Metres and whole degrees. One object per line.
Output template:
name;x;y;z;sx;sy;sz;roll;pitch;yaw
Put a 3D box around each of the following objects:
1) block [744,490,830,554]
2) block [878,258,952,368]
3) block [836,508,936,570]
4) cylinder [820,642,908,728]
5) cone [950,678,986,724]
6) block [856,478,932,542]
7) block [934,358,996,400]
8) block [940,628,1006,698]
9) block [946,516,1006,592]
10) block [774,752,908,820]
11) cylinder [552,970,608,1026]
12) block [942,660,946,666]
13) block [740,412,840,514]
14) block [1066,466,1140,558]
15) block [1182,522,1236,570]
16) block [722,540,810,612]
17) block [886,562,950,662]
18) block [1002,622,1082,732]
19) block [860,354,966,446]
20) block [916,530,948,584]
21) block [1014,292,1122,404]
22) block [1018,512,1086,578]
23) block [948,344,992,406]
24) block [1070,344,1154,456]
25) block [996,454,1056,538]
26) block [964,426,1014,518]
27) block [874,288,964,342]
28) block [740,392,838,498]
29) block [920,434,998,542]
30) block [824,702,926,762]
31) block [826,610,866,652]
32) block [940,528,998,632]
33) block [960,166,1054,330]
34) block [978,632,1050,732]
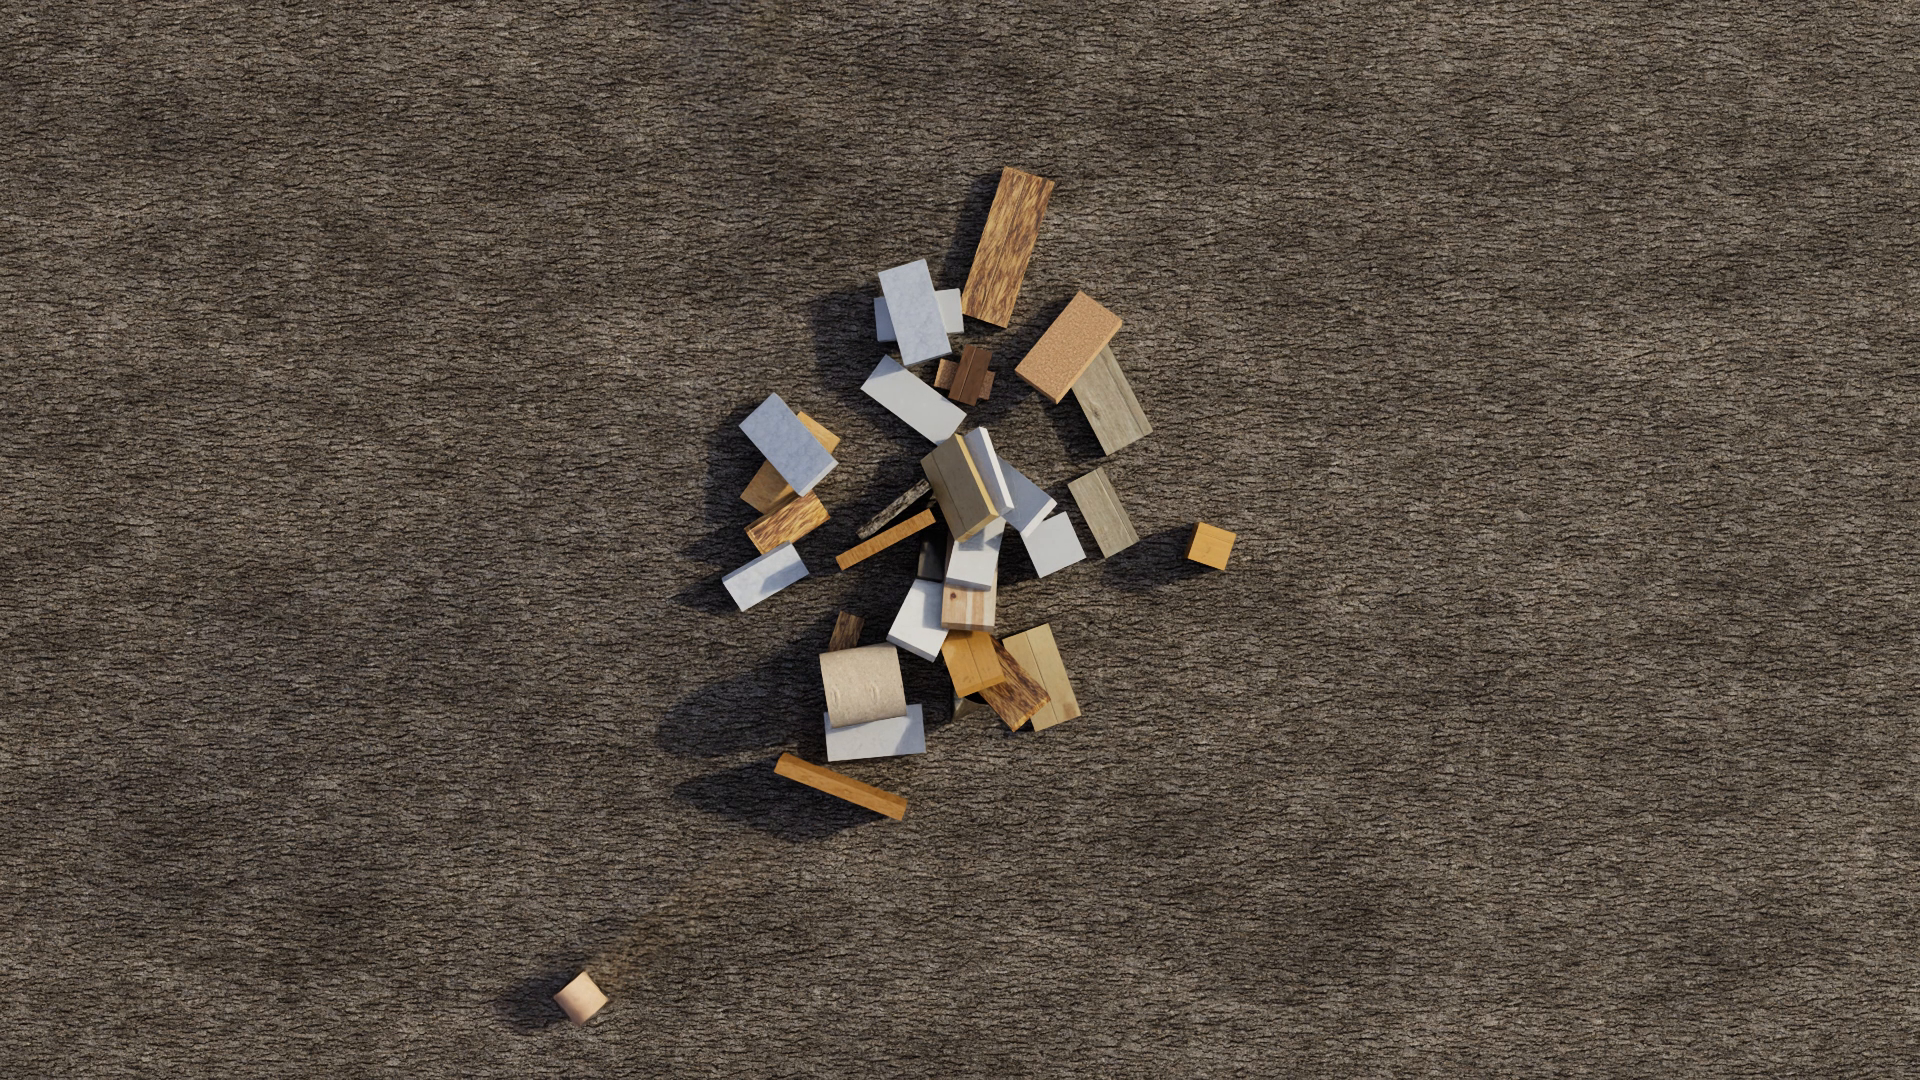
block;-0.569;-0.056;5.442;0.256;0.036;0.128;-34;122;-4
block;-0.146;-0.743;5.401;0.159;0.045;0.319;-16;87;5
block;-0.241;-0.002;5.415;0.342;0.171;0.048;-27;90;0
cylinder;-0.315;0.471;5.368;0.247;0.247;0.247;-10;90;-4
cone;0.005;0.548;5.463;0.163;0.163;0.163;29;117;0
block;-0.216;-0.098;5.429;0.284;0.142;0.040;-38;90;0
block;0.015;-0.534;5.487;0.186;0.026;0.093;14;90;0
block;0.022;0.344;5.388;0.162;0.046;0.324;-21;55;1
block;0.057;0.015;5.408;0.149;0.042;0.298;11;62;3
block;-0.388;0.809;5.419;0.441;0.162;0.046;21;90;0
cylinder;-1.252;1.510;5.437;0.126;0.126;0.126;-40;90;0
block;0.019;0.347;5.436;0.086;0.024;0.172;15;65;26
block;-0.563;-0.238;5.477;0.159;0.045;0.349;35;90;0
block;0.476;-0.091;5.482;0.128;0.036;0.277;-27;90;0
block;0.822;0.020;5.437;0.125;0.125;0.125;19;90;0
block;-0.642;0.118;5.453;0.256;0.036;0.128;-30;119;0
block;-0.093;0.214;5.395;0.171;0.048;0.342;26;61;0
block;0.270;0.455;5.477;0.162;0.046;0.324;-20;90;0
block;-0.153;-0.459;5.480;0.334;0.040;0.142;37;90;0
block;-0.092;0.054;5.435;0.086;0.024;0.172;10;62;-9
block;0.358;-0.635;5.434;0.173;0.049;0.346;37;83;15
block;0.300;0.015;5.418;0.164;0.164;0.164;-24;90;0
block;0.034;-0.544;5.460;0.093;0.026;0.186;19;90;0
block;0.482;-0.472;5.475;0.173;0.049;0.346;-28;90;0
block;0.167;-0.147;5.389;0.149;0.042;0.298;-48;51;-1
block;0.063;-0.203;5.392;0.149;0.042;0.298;-31;65;29
block;-0.135;-0.740;5.442;0.283;0.040;0.142;-6;88;5
block;-0.564;-0.314;5.419;0.162;0.046;0.324;-43;72;4
block;-0.004;-0.170;5.381;0.159;0.045;0.319;-37;62;26
block;-0.282;0.637;5.477;0.324;0.046;0.162;-5;90;0
block;-0.384;0.331;5.488;0.086;0.024;0.172;18;90;0
block;0.034;0.130;5.398;0.171;0.048;0.342;4;62;-1
block;0.151;-0.968;5.475;0.173;0.049;0.508;18;90;0
block;0.130;0.458;5.390;0.162;0.046;0.324;-40;61;-8
